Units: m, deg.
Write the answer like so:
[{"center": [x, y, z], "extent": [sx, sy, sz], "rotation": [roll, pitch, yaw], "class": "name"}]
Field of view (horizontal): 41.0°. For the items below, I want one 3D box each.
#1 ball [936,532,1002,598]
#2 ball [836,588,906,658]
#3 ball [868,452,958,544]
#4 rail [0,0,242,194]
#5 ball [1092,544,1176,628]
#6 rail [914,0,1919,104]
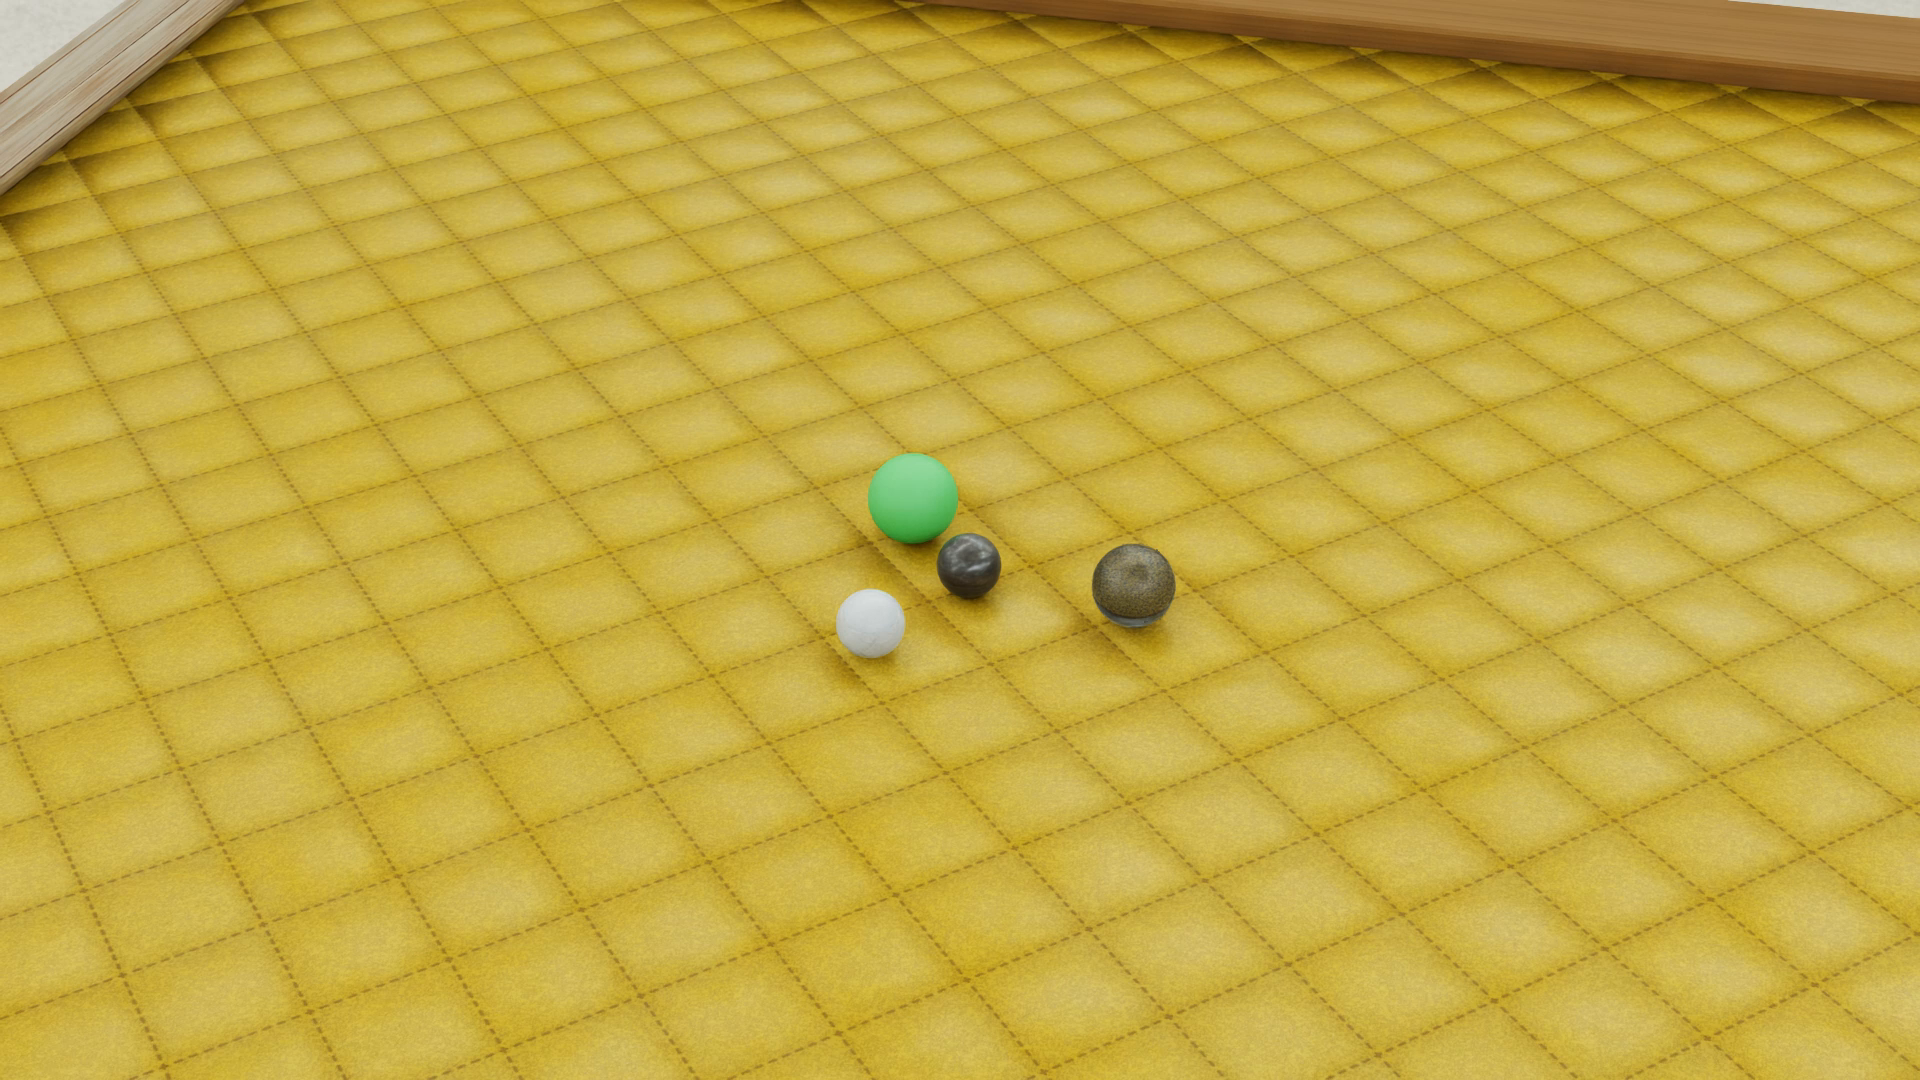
[{"center": [0.007, 0.019, 1.884], "extent": [0.048, 0.048, 0.048], "rotation": [0, 34, 0], "class": "ball"}, {"center": [-0.063, 0.059, 1.823], "extent": [0.050, 0.050, 0.050], "rotation": [0, 34, 0], "class": "ball"}, {"center": [-0.036, -0.031, 1.939], "extent": [0.069, 0.069, 0.069], "rotation": [0, 34, 0], "class": "ball"}, {"center": [-0.981, -0.157, 2.104], "extent": [0.045, 0.089, 2.087], "rotation": [8, 35, 12], "class": "rail"}, {"center": [0.125, 0.033, 1.852], "extent": [0.061, 0.061, 0.061], "rotation": [0, 34, 0], "class": "ball"}, {"center": [1.260, -0.425, 2.494], "extent": [4.150, 0.089, 0.045], "rotation": [8, 35, 12], "class": "rail"}]
